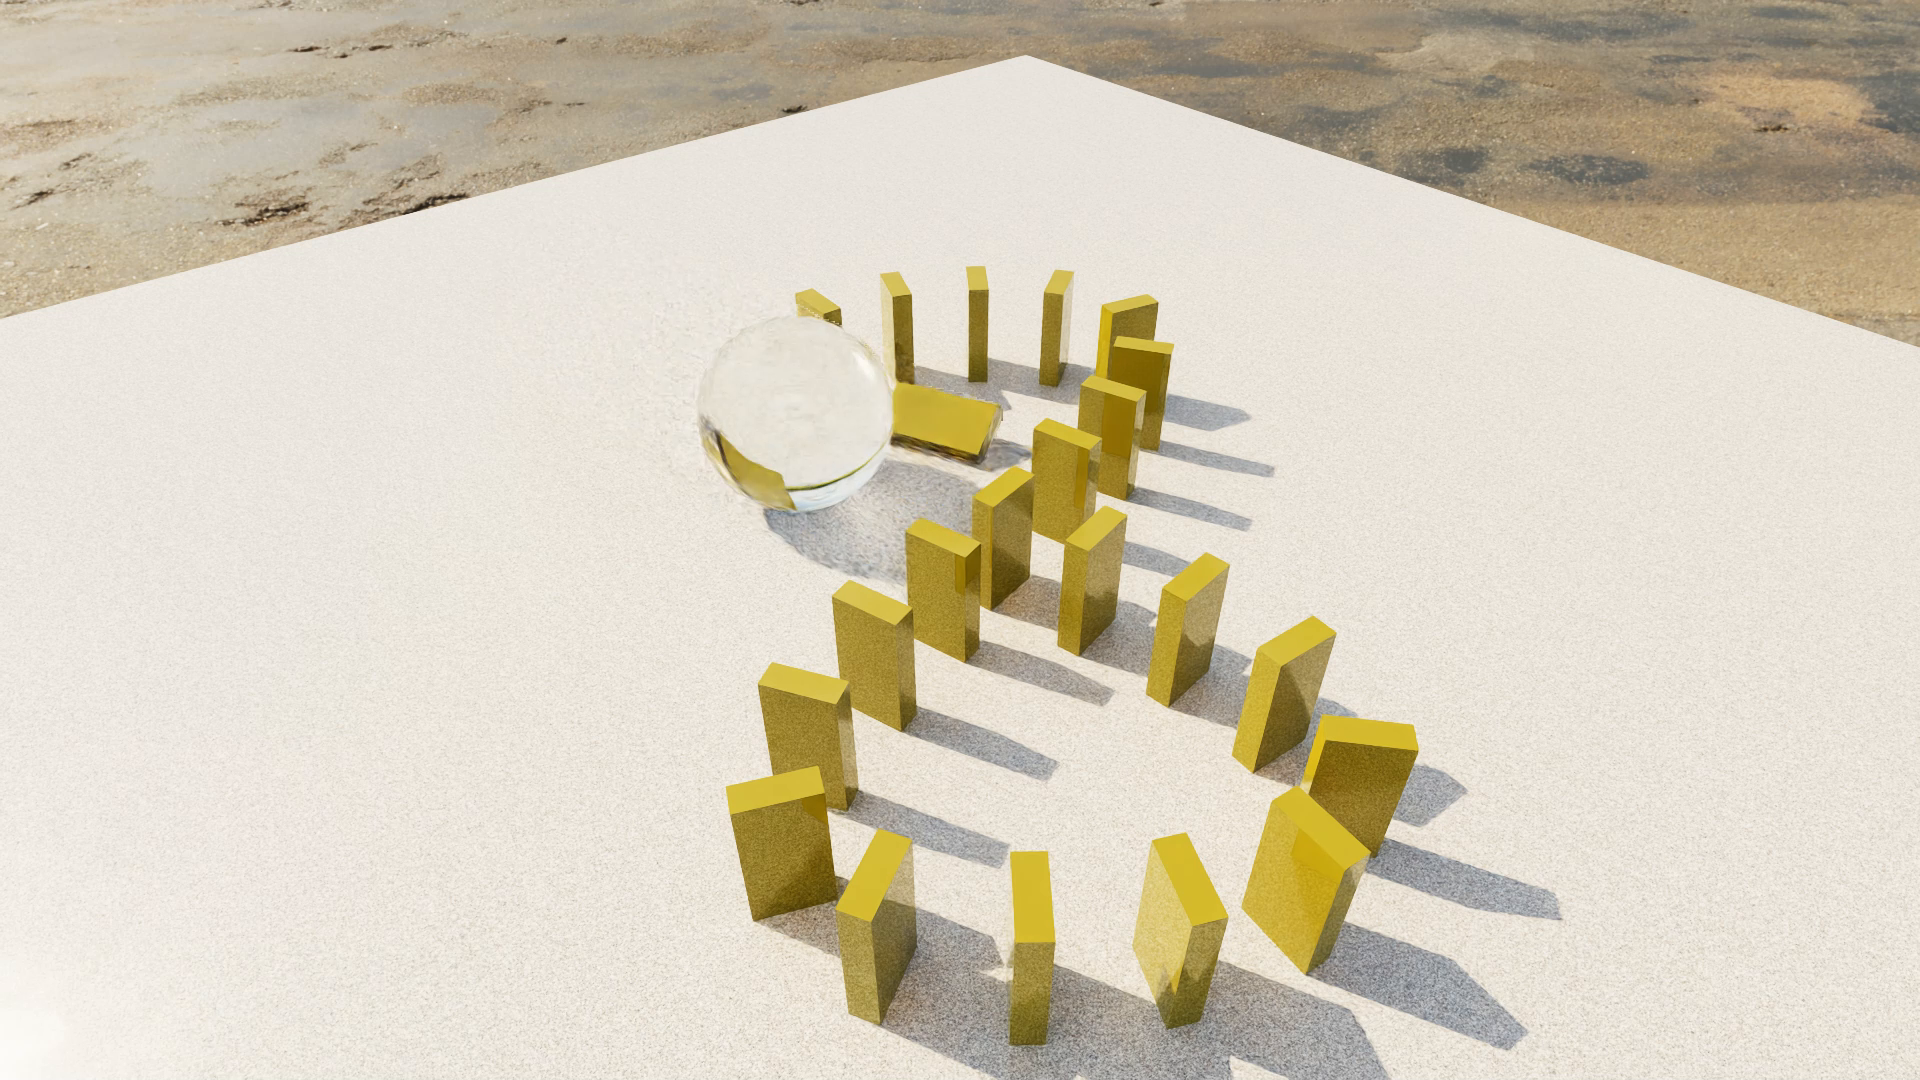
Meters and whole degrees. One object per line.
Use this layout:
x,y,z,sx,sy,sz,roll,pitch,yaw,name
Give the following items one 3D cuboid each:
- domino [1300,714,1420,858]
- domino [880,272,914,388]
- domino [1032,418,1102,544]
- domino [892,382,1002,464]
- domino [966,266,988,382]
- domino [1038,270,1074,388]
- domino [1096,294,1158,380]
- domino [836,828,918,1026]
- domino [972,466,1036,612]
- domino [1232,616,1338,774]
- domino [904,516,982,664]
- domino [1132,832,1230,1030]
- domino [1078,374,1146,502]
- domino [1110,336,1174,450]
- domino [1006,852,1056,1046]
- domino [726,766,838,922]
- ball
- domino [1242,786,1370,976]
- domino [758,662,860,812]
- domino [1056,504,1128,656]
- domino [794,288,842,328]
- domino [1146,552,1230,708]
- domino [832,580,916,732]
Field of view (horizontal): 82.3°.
0.114,0.073,0.322,0.025,0.050,0.010,6,40,7,domino
-0.030,-0.102,0.536,0.010,0.050,0.025,-11,41,-13,domino
0.041,-0.022,0.438,0.025,0.050,0.009,24,45,27,domino
-0.009,-0.054,0.500,0.050,0.010,0.025,16,73,19,domino
0.008,-0.106,0.541,0.010,0.050,0.025,-2,39,-2,domino
0.047,-0.103,0.537,0.009,0.050,0.025,10,40,12,domino
0.078,-0.089,0.520,0.025,0.050,0.010,-17,42,-20,domino
-0.021,0.102,0.287,0.010,0.050,0.025,14,41,16,domino
0.016,0.000,0.412,0.009,0.050,0.025,27,47,29,domino
0.103,0.050,0.351,0.025,0.050,0.009,-24,45,-26,domino
-0.006,0.018,0.389,0.025,0.050,0.010,23,45,26,domino
0.056,0.102,0.286,0.009,0.050,0.025,-9,40,-11,domino
0.062,-0.043,0.463,0.025,0.050,0.009,21,44,23,domino
0.080,-0.065,0.491,0.025,0.050,0.009,11,41,13,domino
0.018,0.106,0.283,0.009,0.050,0.025,0,39,0,domino
-0.049,0.085,0.307,0.025,0.050,0.009,-11,40,-13,domino
-0.067,-0.051,0.450,0.080,0.080,0.080,0,39,0,ball
0.093,0.093,0.298,0.009,0.050,0.025,-22,44,-25,domino
-0.046,0.061,0.337,0.025,0.050,0.010,12,41,14,domino
0.047,0.015,0.393,0.010,0.050,0.025,26,46,28,domino
-0.066,-0.091,0.522,0.010,0.050,0.025,-26,46,-28,domino
0.077,0.031,0.374,0.009,0.050,0.025,31,49,32,domino
-0.028,0.039,0.364,0.025,0.050,0.009,22,44,25,domino
